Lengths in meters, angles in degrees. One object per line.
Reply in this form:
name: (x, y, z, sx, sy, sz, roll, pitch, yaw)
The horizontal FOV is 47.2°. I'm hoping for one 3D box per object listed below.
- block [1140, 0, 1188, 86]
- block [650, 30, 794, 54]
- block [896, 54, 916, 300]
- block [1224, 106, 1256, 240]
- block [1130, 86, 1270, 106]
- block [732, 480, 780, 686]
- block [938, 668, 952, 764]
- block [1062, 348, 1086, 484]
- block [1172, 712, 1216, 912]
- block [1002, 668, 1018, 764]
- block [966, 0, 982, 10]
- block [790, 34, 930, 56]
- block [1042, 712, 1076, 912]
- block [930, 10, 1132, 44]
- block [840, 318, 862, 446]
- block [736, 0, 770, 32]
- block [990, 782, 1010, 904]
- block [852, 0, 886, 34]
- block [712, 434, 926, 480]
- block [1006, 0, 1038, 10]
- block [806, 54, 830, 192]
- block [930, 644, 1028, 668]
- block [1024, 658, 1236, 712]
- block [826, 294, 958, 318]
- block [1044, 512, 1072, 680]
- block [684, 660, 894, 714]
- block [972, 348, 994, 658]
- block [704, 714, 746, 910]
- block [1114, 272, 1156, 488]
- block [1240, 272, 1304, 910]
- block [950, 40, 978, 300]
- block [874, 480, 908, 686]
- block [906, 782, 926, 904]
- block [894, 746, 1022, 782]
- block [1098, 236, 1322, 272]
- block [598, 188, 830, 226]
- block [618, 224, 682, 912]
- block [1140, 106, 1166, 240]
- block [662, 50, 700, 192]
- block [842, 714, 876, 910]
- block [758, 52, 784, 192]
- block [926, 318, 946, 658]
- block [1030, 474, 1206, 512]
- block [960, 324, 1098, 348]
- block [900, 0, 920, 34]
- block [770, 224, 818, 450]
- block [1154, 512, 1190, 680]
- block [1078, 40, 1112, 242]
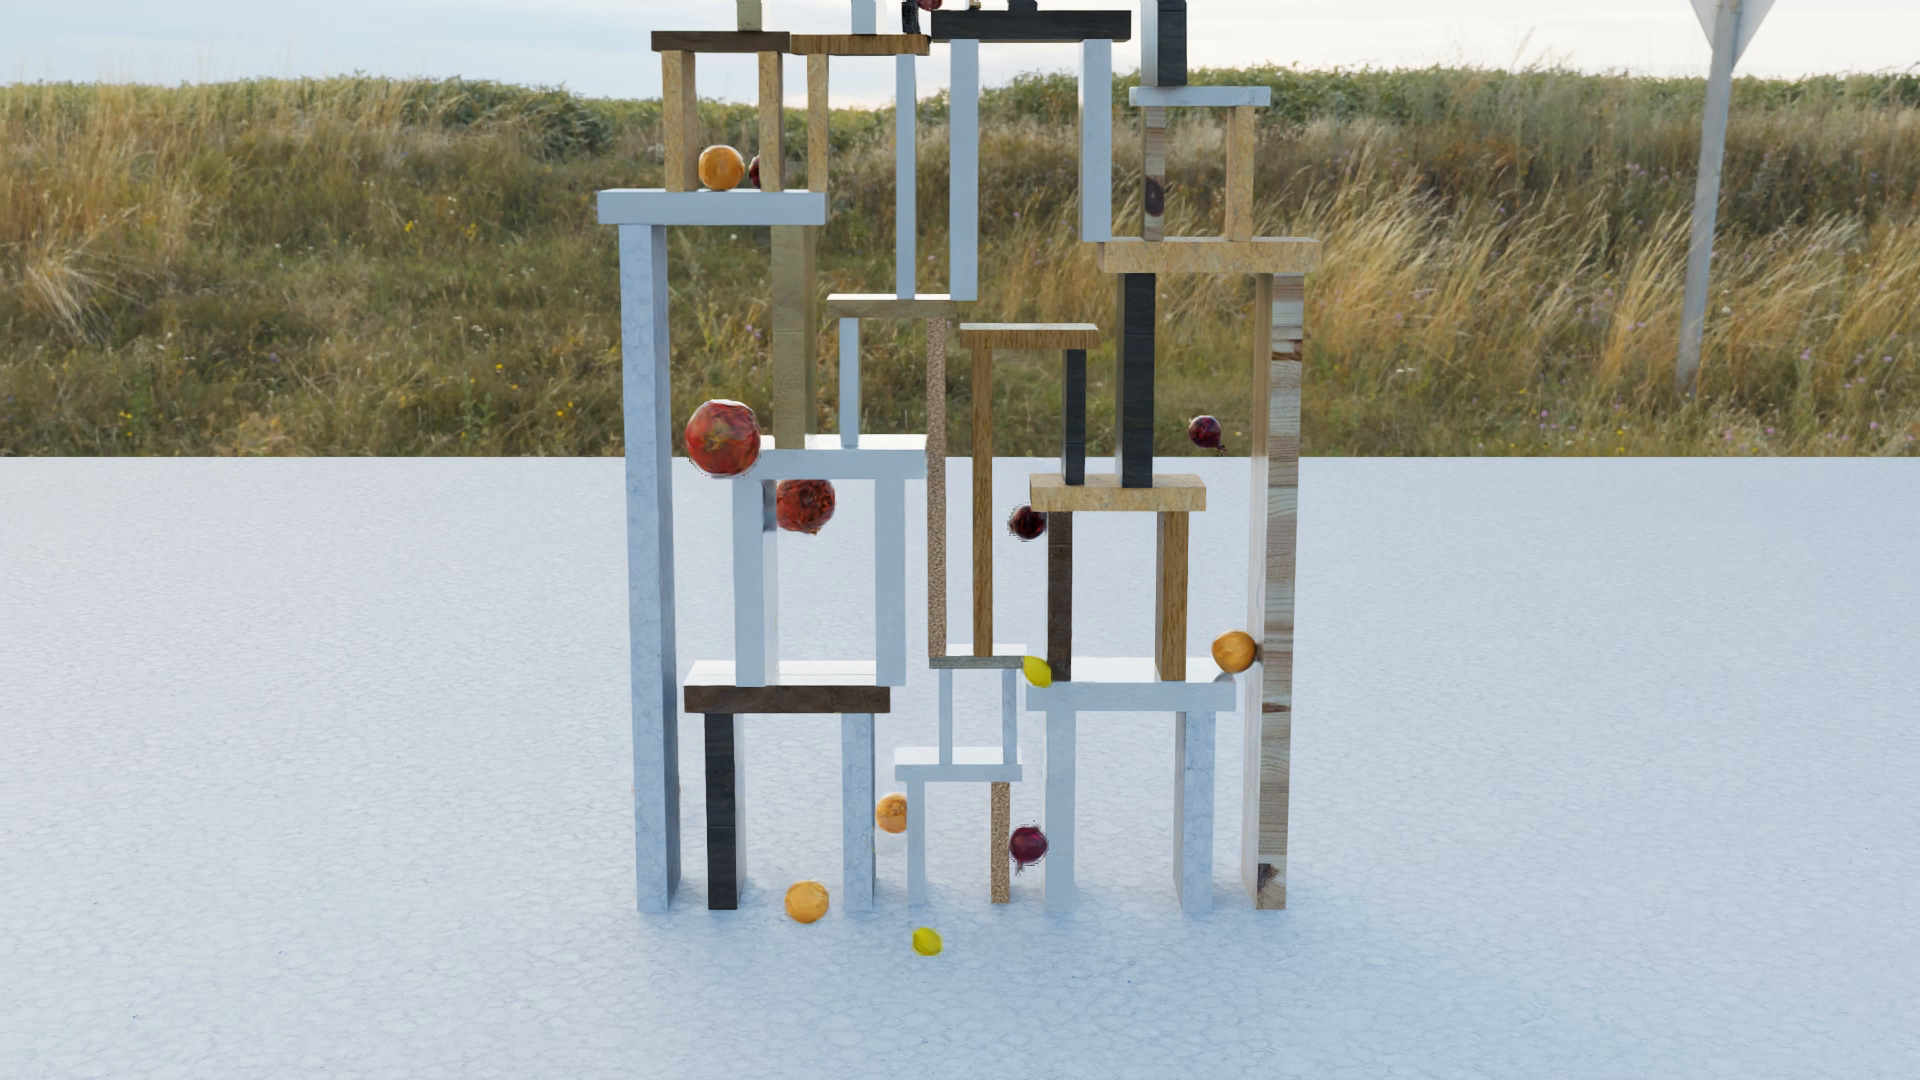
block: (0.313, -0.920, 3.389, 0.045, 0.433, 0.160, -2, 11, -4)
block: (-0.365, -0.772, 3.410, 0.212, 0.030, 0.106, 0, 11, 0)
block: (-0.084, -0.570, 3.453, 0.030, 0.374, 0.104, 0, 11, 0)
block: (0.440, -0.577, 3.457, 0.029, 0.206, 0.103, 0, 11, 0)
block: (0.373, -0.693, 3.436, 0.206, 0.029, 0.103, 0, 11, -2)
block: (-0.330, 0.055, 3.565, 0.047, 0.335, 0.167, 1, 11, 3)
block: (-0.023, 0.279, 3.609, 0.022, 0.158, 0.079, 0, 11, 0)
block: (0.182, -0.204, 3.524, 0.031, 0.216, 0.108, 0, 11, -1)
block: (0.387, 0.424, 3.639, 0.048, 0.337, 0.168, 0, 11, 0)
block: (0.081, 0.279, 3.609, 0.022, 0.158, 0.079, -1, 11, 0)
block: (0.019, -0.888, 3.406, 0.019, 0.132, 0.066, -1, 3, -5)
block: (-0.153, -0.769, 3.419, 0.209, 0.030, 0.104, 0, 11, 2)
block: (0.162, 0.424, 3.639, 0.048, 0.337, 0.168, 0, 11, 0)
block: (0.108, -0.796, 3.411, 0.305, 0.043, 0.153, 0, 11, 0)
block: (-0.175, -0.258, 3.512, 0.029, 0.203, 0.102, 0, 11, 0)
block: (-0.319, -0.919, 3.381, 0.038, 0.269, 0.135, 0, 11, 0)
block: (0.067, 0.487, 3.655, 0.029, 0.208, 0.104, 0, 11, 0)
block: (-0.140, -0.917, 3.386, 0.038, 0.273, 0.135, 1, 11, 5)
block: (-0.223, -0.134, 3.535, 0.335, 0.047, 0.167, 0, 11, 0)
block: (0.096, -0.975, 3.381, 0.045, 0.320, 0.160, 0, 11, 0)
block: (-0.221, -0.651, 3.435, 0.030, 0.209, 0.104, 0, 11, -1)
block: (0.029, 0.190, 3.593, 0.158, 0.022, 0.079, 0, 11, 0)
block: (0.274, 0.236, 3.603, 0.337, 0.048, 0.168, 0, 11, 0)
block: (-0.106, -0.371, 3.488, 0.203, 0.029, 0.102, 0, 11, 0)
block: (0.159, 0.078, 3.569, 0.039, 0.275, 0.138, 0, 11, 0)
block: (-0.277, 0.240, 3.609, 0.331, 0.047, 0.166, 0, 11, 0)
block: (0.036, -0.065, 3.547, 0.031, 0.497, 0.108, 0, 11, -1)
block: (-0.388, 0.426, 3.644, 0.047, 0.331, 0.166, 0, 11, 0)
block: (0.279, -0.263, 3.515, 0.048, 0.337, 0.168, 0, 11, 0)
block: (0.506, 0.080, 3.580, 0.048, 1.035, 0.168, 0, 11, -2)
block: (0.006, -0.580, 3.451, 0.043, 0.396, 0.153, 0, 11, 0)
block: (-0.111, 0.054, 3.567, 0.047, 0.335, 0.167, 0, 11, 0)
block: (-0.072, 0.487, 3.655, 0.029, 0.208, 0.104, 0, 11, 0)
block: (-0.003, 0.370, 3.634, 0.208, 0.029, 0.104, 0, 11, 0)
block: (0.391, -0.452, 3.480, 0.337, 0.048, 0.168, 0, 11, 0)
block: (-0.383, -0.525, 3.463, 0.348, 0.049, 0.174, 0, 11, -1)
block: (-0.500, 0.045, 3.565, 0.049, 1.109, 0.174, 0, 11, 0)
block: (0.303, -0.577, 3.458, 0.029, 0.206, 0.103, 0, 11, 0)
block: (-0.434, -0.649, 3.412, 0.030, 0.212, 0.106, 1, 11, 5)
block: (-0.167, 0.426, 3.644, 0.047, 0.331, 0.166, 0, 11, 0)
block: (-0.294, -0.652, 3.432, 0.030, 0.212, 0.106, 0, 11, 0)
block: (-0.038, -0.089, 3.540, 0.029, 0.546, 0.102, 0, 11, 0)
block: (0.251, -0.077, 3.541, 0.275, 0.039, 0.138, 0, 11, 0)
block: (0.108, -0.325, 3.499, 0.216, 0.031, 0.108, 0, 11, -1)
block: (-0.079, -0.866, 3.399, 0.019, 0.167, 0.066, -1, 11, 7)
block: (-0.263, -0.329, 3.499, 0.049, 0.348, 0.174, 1, 11, 2)
block: (0.343, 0.077, 3.569, 0.039, 0.275, 0.138, 0, 10, 0)
block: (0.211, -0.625, 3.443, 0.043, 0.305, 0.153, 0, 11, 0)
